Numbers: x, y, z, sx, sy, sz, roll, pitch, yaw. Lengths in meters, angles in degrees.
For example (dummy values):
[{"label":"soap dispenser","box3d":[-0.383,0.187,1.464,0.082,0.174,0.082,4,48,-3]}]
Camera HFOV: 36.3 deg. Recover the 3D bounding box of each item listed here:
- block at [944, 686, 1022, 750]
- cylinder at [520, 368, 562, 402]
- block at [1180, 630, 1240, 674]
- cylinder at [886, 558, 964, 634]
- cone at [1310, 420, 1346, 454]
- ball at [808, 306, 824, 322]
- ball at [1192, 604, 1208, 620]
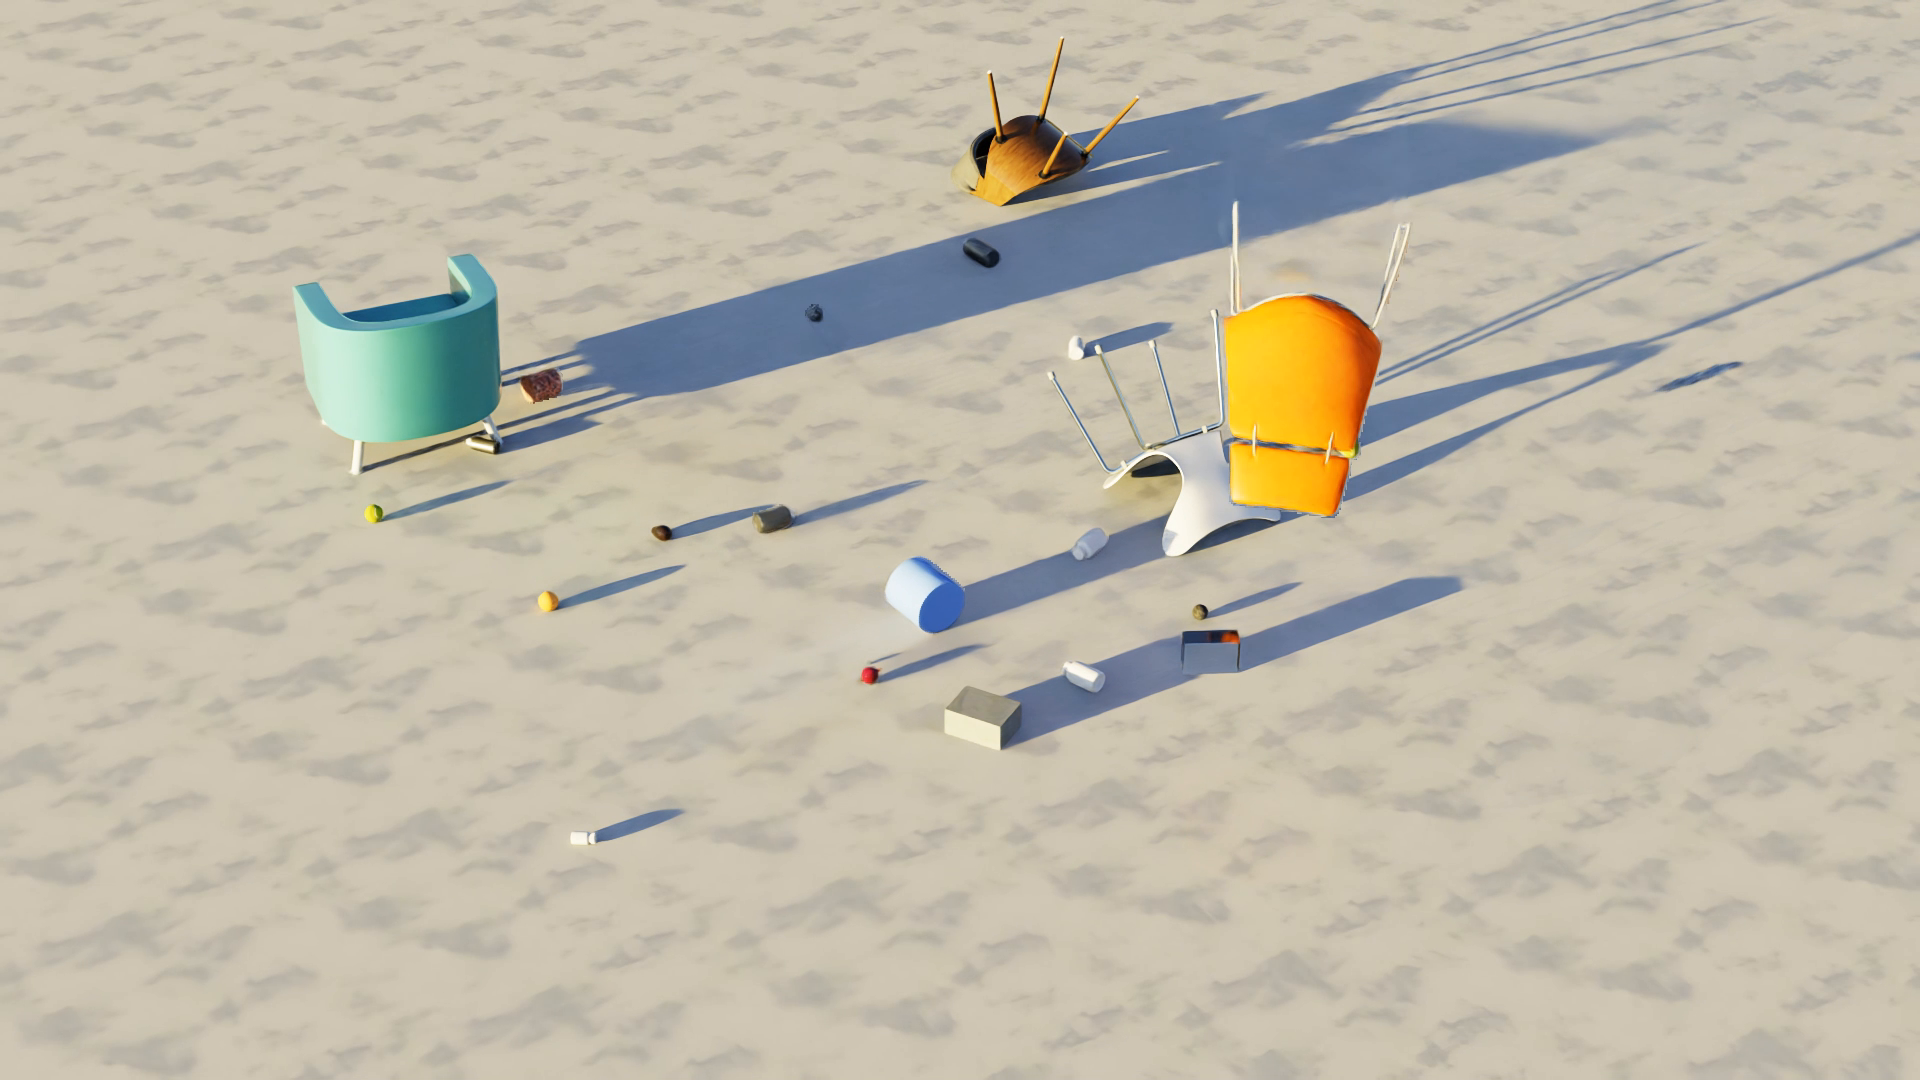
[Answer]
[{"label":"block","box3d":[0.079,0.603,9.939,0.211,0.100,0.155,16,37,23]},{"label":"cylinder","box3d":[-1.683,-0.623,11.776,0.117,0.104,0.167,-18,4,-25]},{"label":"block","box3d":[0.875,0.391,10.237,0.194,0.125,0.085,-1,33,-2]},{"label":"cylinder","box3d":[-0.126,0.197,10.463,0.196,0.204,0.201,29,6,-47]},{"label":"cone","box3d":[1.460,-0.380,11.470,0.136,0.120,0.144,39,25,11]},{"label":"ball","box3d":[-0.607,-0.949,12.323,0.067,0.067,0.067,0,33,0]},{"label":"ball","box3d":[0.861,0.258,10.501,0.057,0.057,0.057,0,33,0]}]
